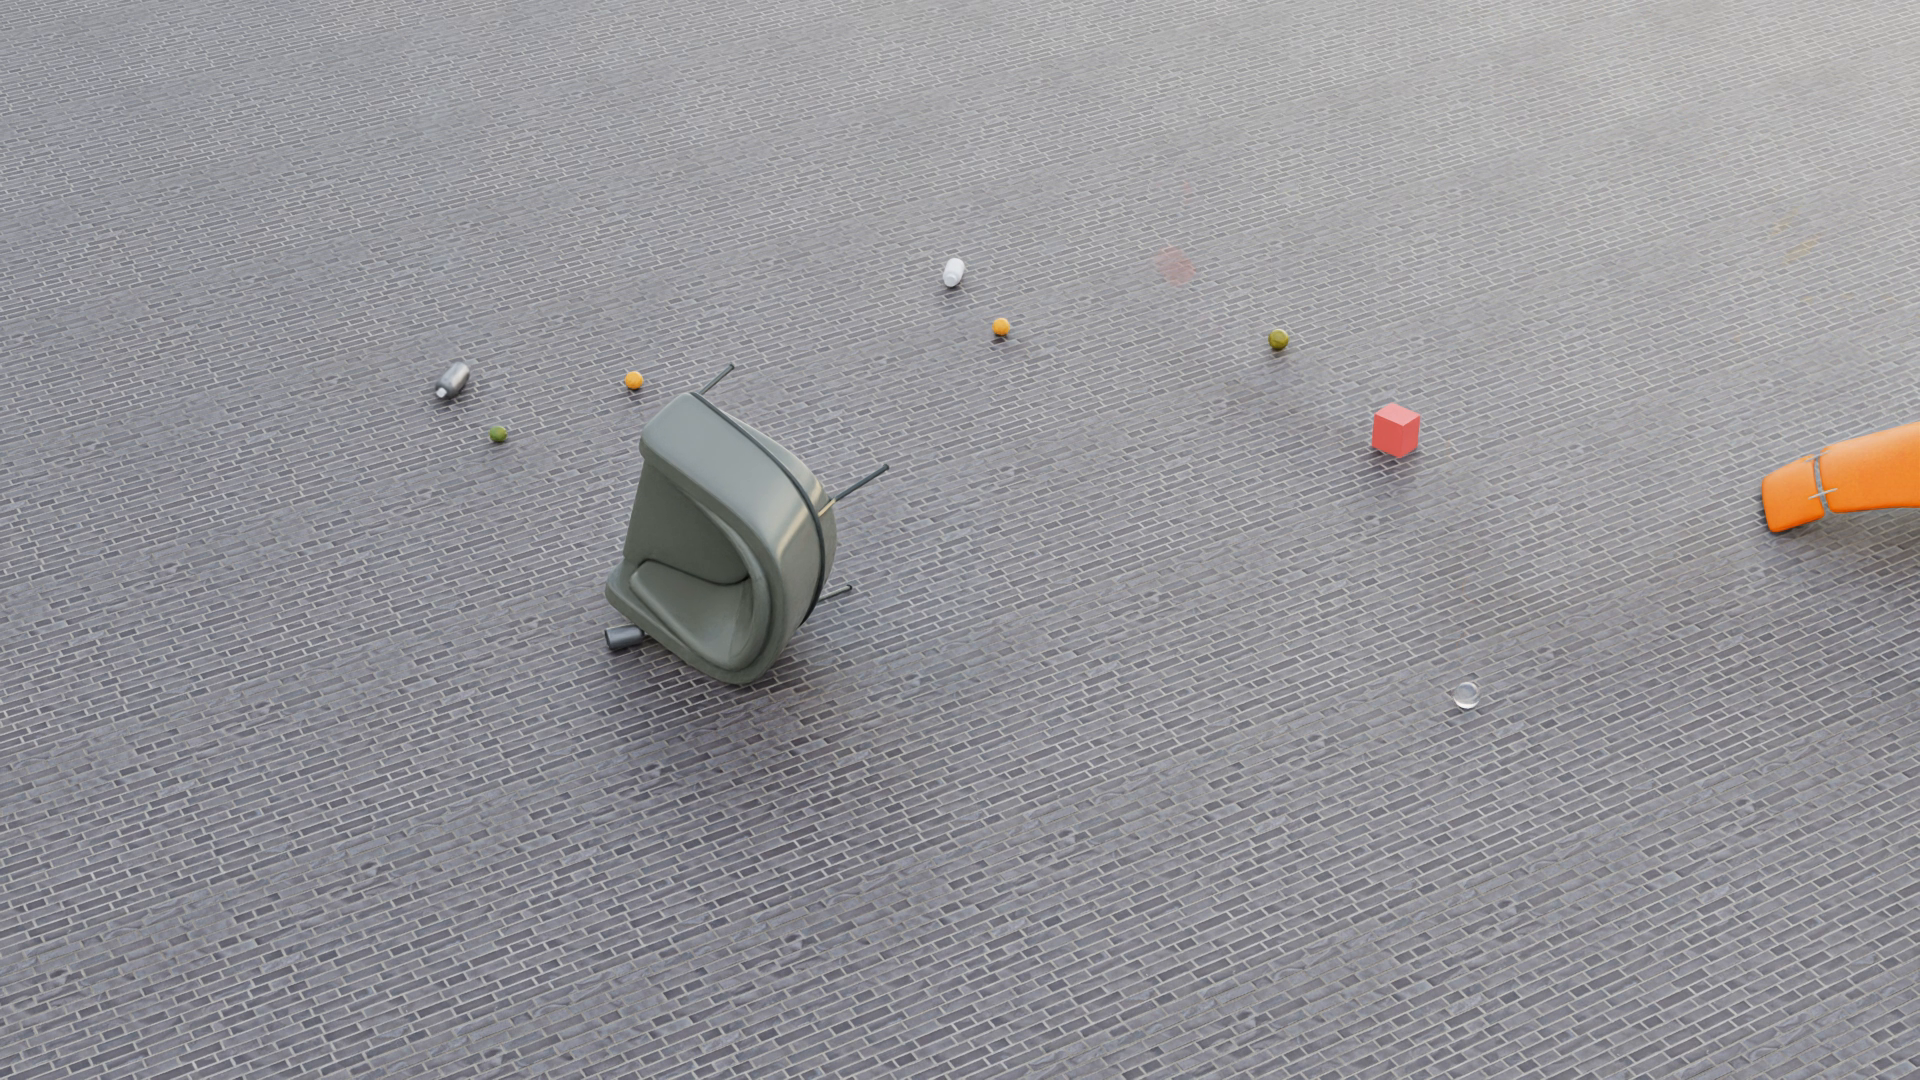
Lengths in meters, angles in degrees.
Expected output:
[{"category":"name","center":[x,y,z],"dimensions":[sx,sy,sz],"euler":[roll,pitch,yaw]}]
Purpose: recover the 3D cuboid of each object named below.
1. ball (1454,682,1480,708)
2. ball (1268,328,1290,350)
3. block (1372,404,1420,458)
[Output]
[{"category":"ball","center":[1.739,0.532,10.054],"dimensions":[0.092,0.092,0.092],"euler":[0,33,0]},{"category":"ball","center":[1.318,-0.830,12.125],"dimensions":[0.086,0.086,0.086],"euler":[0,33,0]},{"category":"block","center":[1.704,-0.428,11.460],"dimensions":[0.137,0.148,0.115],"euler":[27,42,35]}]
